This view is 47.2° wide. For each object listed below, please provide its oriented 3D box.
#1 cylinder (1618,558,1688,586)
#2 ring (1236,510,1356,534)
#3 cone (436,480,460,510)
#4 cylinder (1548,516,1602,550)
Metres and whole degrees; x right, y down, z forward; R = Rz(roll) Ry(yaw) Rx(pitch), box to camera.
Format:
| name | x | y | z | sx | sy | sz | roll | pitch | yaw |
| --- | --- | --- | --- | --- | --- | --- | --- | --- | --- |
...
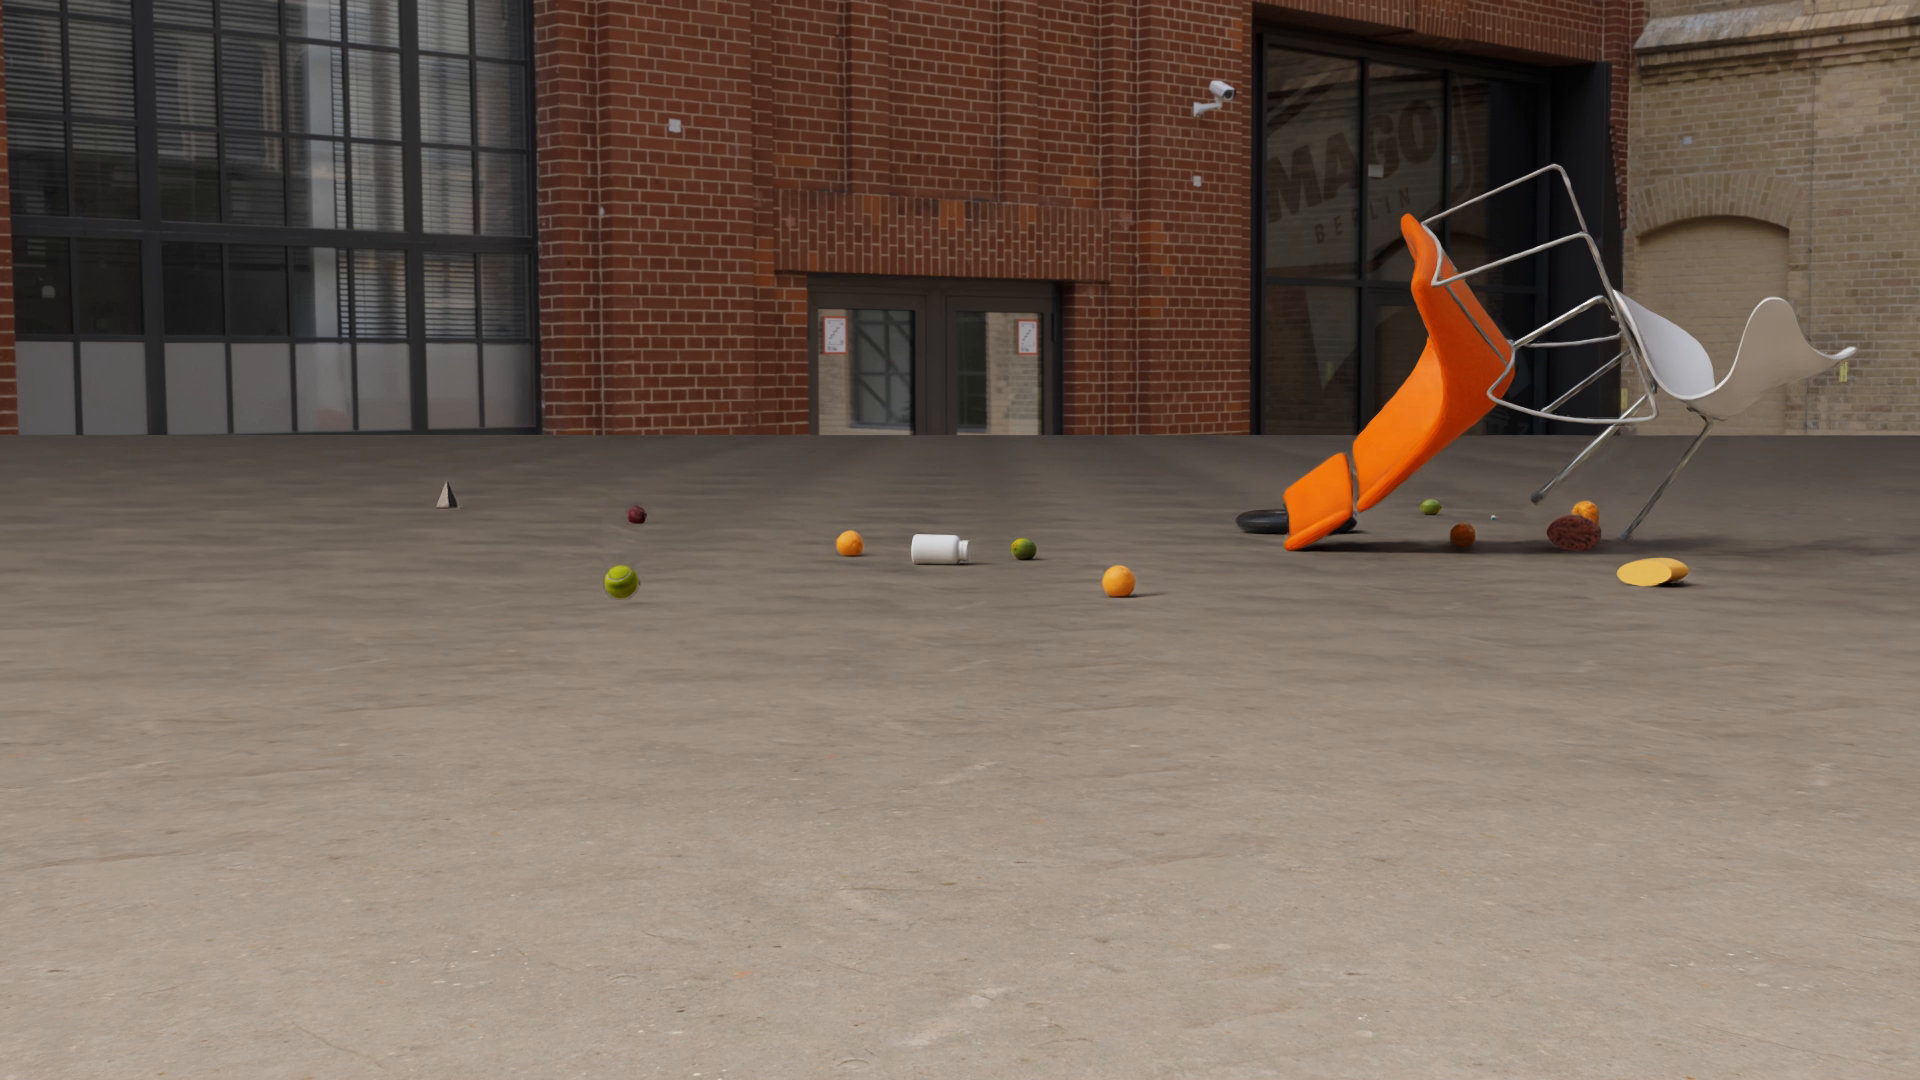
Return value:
| name | x | y | z | sx | sy | sz | roll | pitch | yaw |
| --- | --- | --- | --- | --- | --- | --- | --- | --- | --- |
| cylinder | 1.589 | 0.074 | 5.042 | 0.130 | 0.058 | 0.092 | -2 | 2 | 41 |
| ring | 1.057 | -0.057 | 6.913 | 0.389 | 0.066 | 0.314 | 0 | 4 | -13 |
| cone | -1.924 | -0.172 | 8.246 | 0.121 | 0.110 | 0.053 | 2 | 5 | 30 |
| cylinder | 1.726 | -0.020 | 6.179 | 0.138 | 0.088 | 0.163 | 11 | 7 | 18 |
